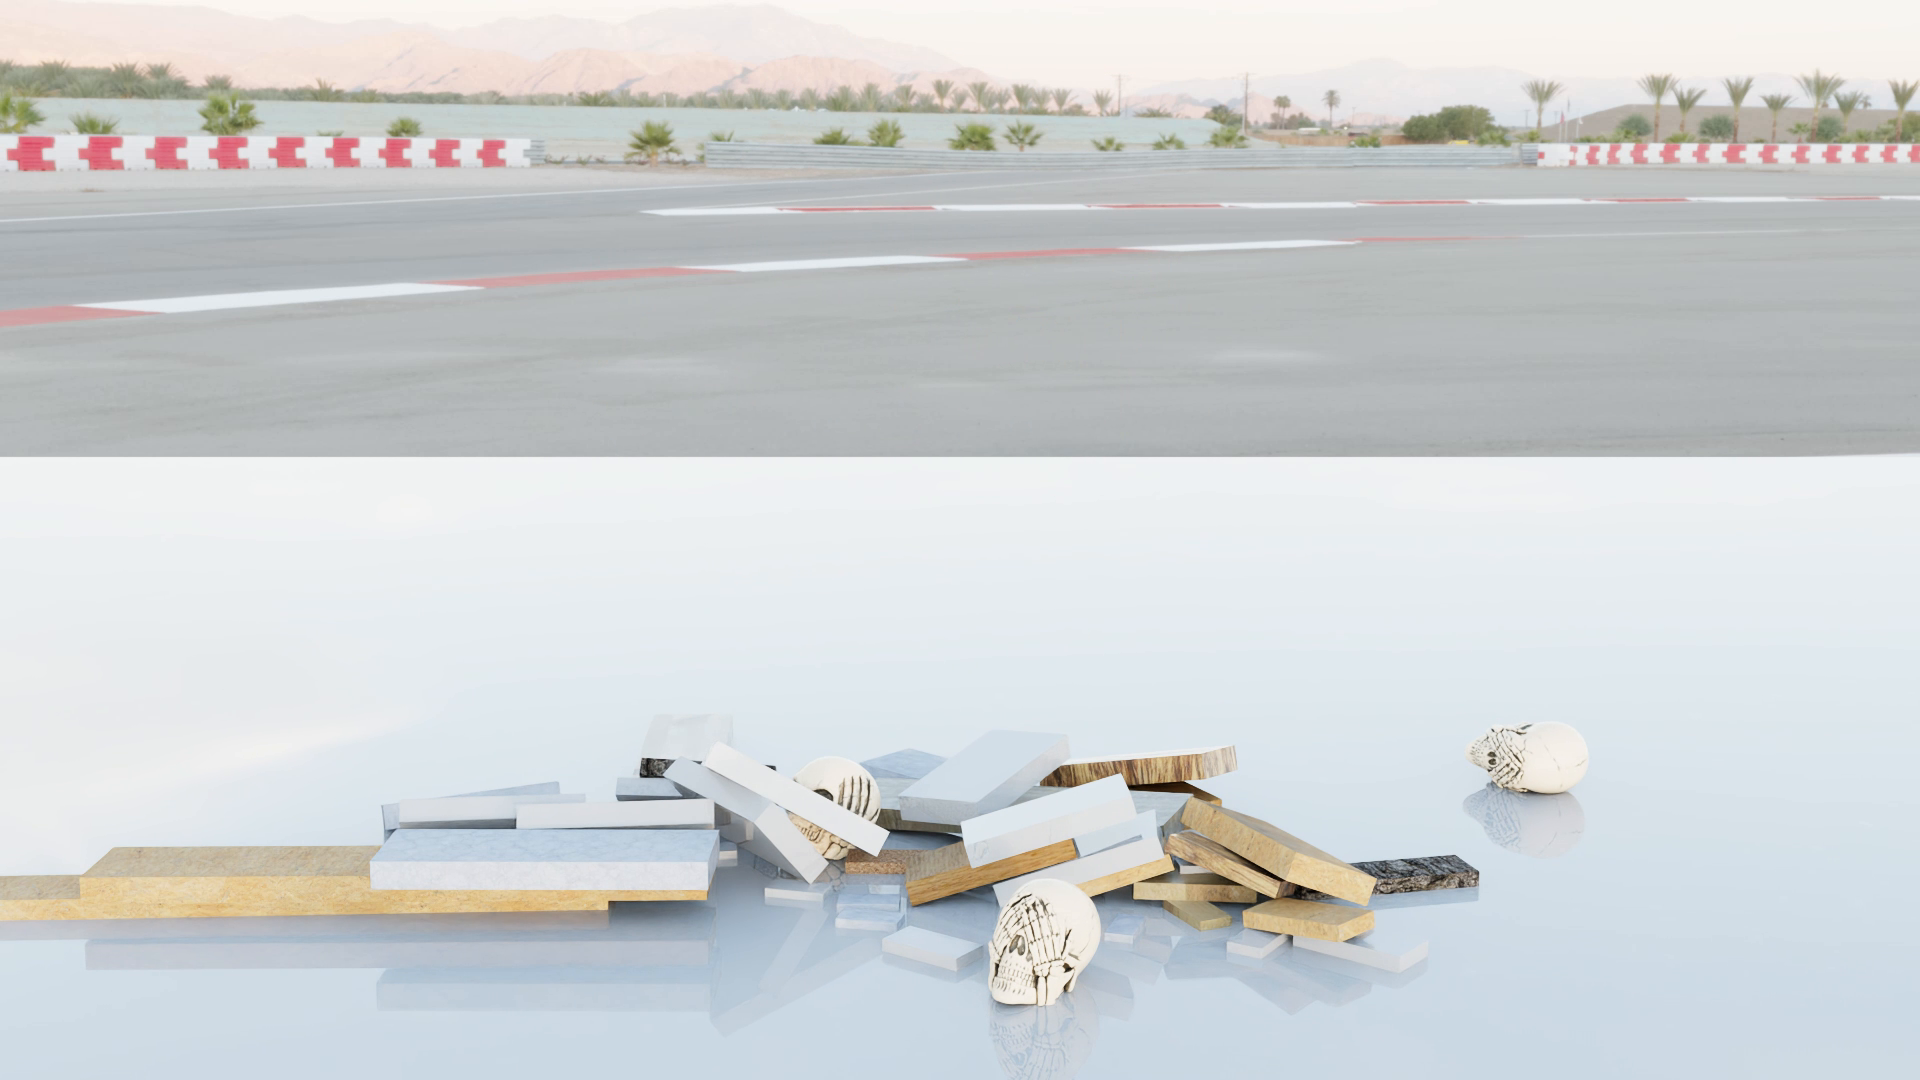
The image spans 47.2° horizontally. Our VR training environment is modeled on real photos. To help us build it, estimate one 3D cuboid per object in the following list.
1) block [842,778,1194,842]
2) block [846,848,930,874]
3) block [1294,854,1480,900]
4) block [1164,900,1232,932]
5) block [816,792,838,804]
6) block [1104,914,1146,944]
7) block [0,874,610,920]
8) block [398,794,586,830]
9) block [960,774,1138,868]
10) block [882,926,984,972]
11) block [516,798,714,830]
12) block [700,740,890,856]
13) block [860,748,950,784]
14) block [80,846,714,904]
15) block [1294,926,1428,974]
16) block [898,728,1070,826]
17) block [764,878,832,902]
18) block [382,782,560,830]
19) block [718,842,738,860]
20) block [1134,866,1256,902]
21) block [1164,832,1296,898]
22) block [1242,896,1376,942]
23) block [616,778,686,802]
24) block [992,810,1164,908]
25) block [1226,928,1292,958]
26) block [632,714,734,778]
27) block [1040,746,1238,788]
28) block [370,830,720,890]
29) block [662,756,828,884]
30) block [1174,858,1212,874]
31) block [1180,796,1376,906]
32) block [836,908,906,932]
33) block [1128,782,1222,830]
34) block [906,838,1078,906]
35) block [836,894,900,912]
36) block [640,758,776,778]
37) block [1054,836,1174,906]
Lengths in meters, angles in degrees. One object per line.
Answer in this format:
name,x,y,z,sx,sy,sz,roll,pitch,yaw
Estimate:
block,0.097,0.483,3.926,0.638,0.039,0.139,0,17,29
block,-0.124,0.556,3.799,0.142,0.020,0.071,0,11,2
block,0.709,0.569,3.710,0.318,0.026,0.092,-2,10,-13
block,0.384,0.602,3.558,0.058,0.017,0.117,-5,12,-24
block,-0.256,0.496,4.137,0.049,0.014,0.099,-1,11,-3
block,0.263,0.616,3.491,0.046,0.013,0.092,3,11,18
block,-1.221,0.582,3.617,1.287,0.034,0.122,-1,11,-3
block,-0.794,0.498,3.772,0.308,0.154,0.044,-1,53,-6
block,0.145,0.462,3.632,0.282,0.040,0.141,-17,9,0
block,-0.042,0.630,3.397,0.142,0.020,0.071,8,13,35
block,-0.579,0.503,3.729,0.325,0.162,0.046,-1,55,-6
block,-0.282,0.437,3.723,0.325,0.046,0.162,29,-9,-5
block,-0.047,0.462,4.253,0.277,0.039,0.139,10,14,42
block,-0.909,0.545,3.602,1.000,0.044,0.154,0,11,-1
block,0.621,0.624,3.412,0.184,0.026,0.092,8,13,38
block,0.048,0.428,3.991,0.165,0.047,0.329,1,17,32
block,-0.268,0.583,3.665,0.102,0.014,0.051,3,11,15
block,-0.886,0.480,3.981,0.308,0.044,0.154,-6,-5,-17
block,-0.443,0.547,3.861,0.099,0.014,0.050,-2,11,-10
block,0.388,0.566,3.632,0.199,0.028,0.099,1,11,5
block,0.443,0.528,3.582,0.199,0.028,0.099,21,6,26
block,0.544,0.591,3.432,0.092,0.026,0.184,-11,7,-43
block,-0.493,0.475,3.995,0.243,0.034,0.121,1,-31,4
block,0.197,0.528,3.651,0.282,0.040,0.141,-18,9,7
block,0.470,0.624,3.441,0.058,0.017,0.117,7,12,32
block,-0.548,0.441,4.346,0.165,0.047,0.568,0,11,-2
block,0.335,0.431,4.145,0.334,0.047,0.167,-8,-3,28
block,-0.661,0.513,3.532,0.530,0.046,0.162,0,11,0
block,-0.371,0.477,3.771,0.047,0.165,0.329,-48,31,-18
block,0.406,0.540,3.658,0.092,0.013,0.046,-1,11,-7
block,0.523,0.513,3.643,0.167,0.047,0.334,21,0,-26
block,-0.144,0.609,3.526,0.102,0.014,0.051,3,11,14
block,0.293,0.498,4.033,0.334,0.047,0.167,-5,12,-26
block,0.050,0.529,3.661,0.282,0.040,0.141,-17,9,2
block,-0.149,0.595,3.602,0.102,0.014,0.051,0,11,1
block,-0.456,0.446,4.009,0.243,0.034,0.121,3,-31,-1
block,0.252,0.548,3.638,0.199,0.028,0.099,-18,8,4
